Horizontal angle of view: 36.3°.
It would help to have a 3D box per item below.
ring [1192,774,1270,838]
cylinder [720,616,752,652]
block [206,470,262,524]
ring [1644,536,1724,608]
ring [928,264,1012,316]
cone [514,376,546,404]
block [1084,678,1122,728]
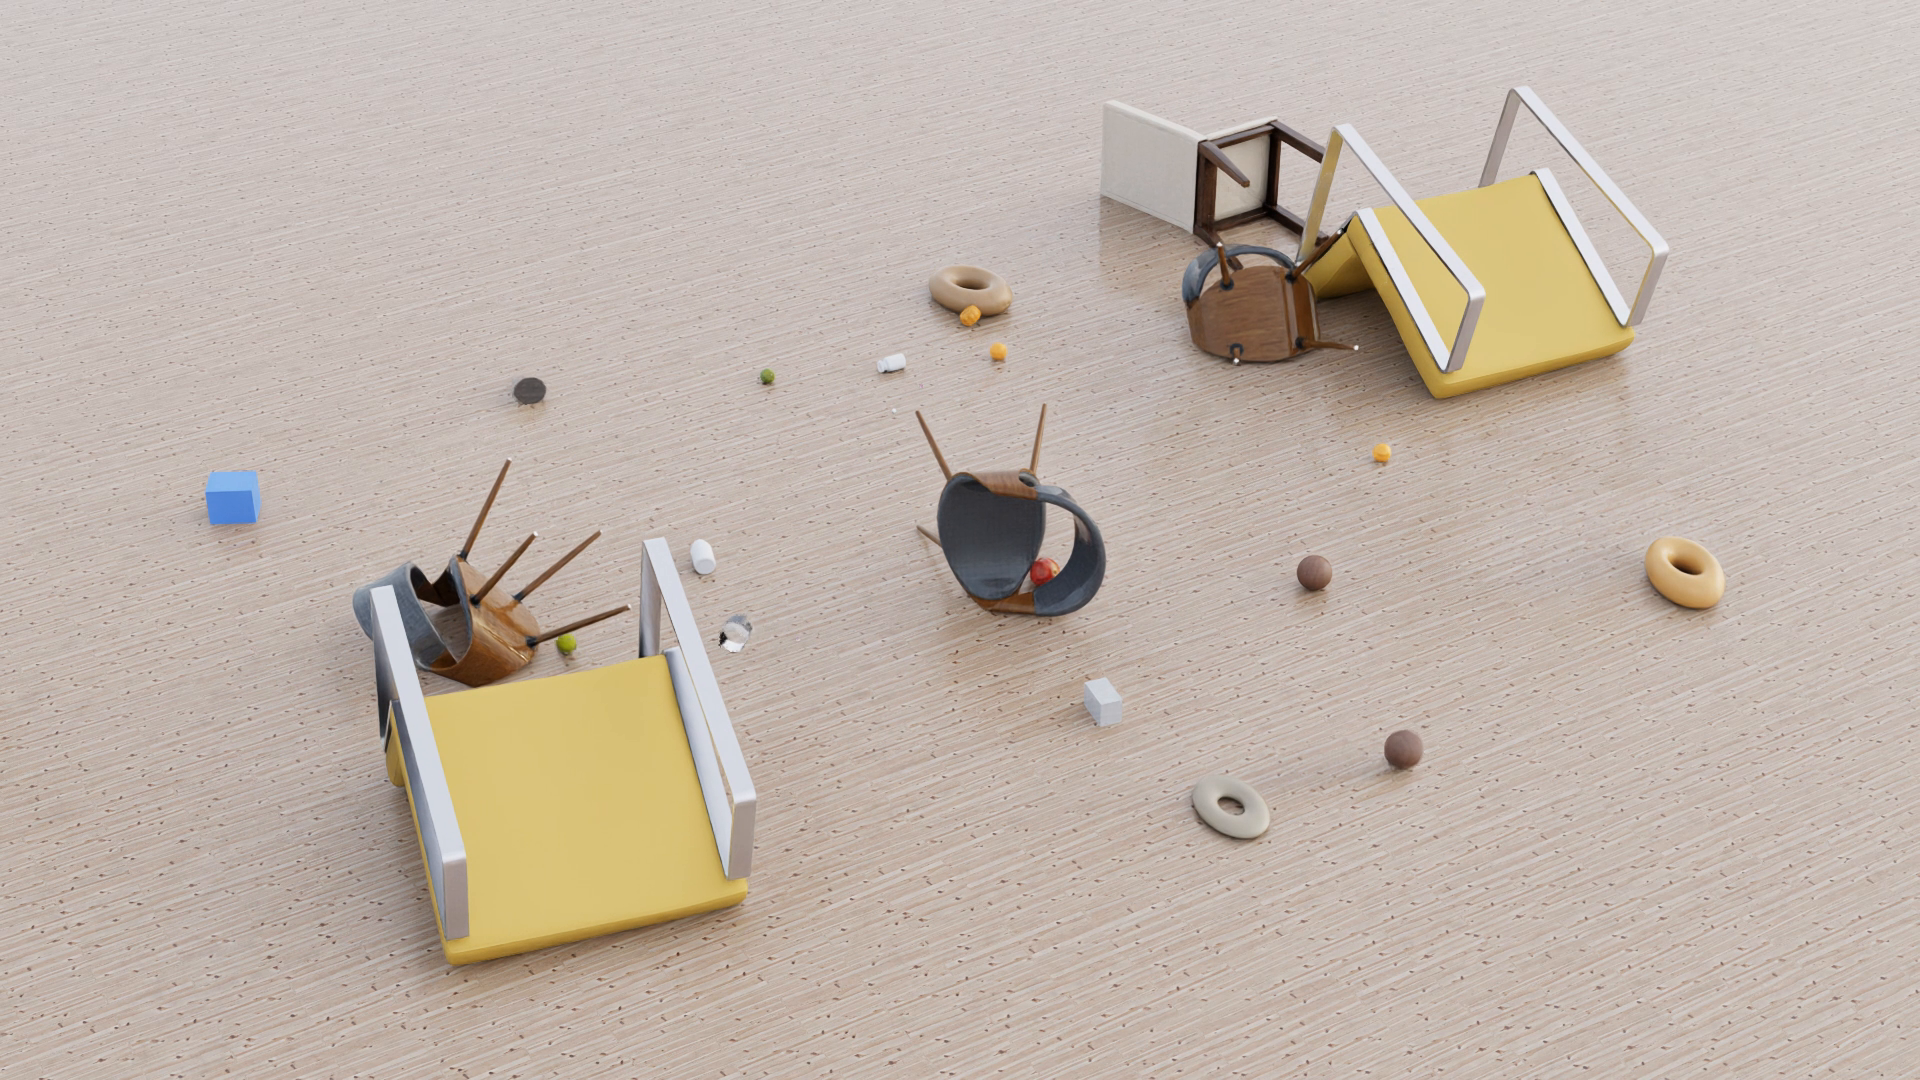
[{"bbox_3d":[0.885,0.869,9.581,0.225,0.049,0.333,-15,37,-20],"label":"ring"},{"bbox_3d":[-0.792,0.331,10.359,0.094,0.092,0.092,36,33,-11],"label":"cylinder"},{"bbox_3d":[-2.740,-0.160,11.055,0.172,0.145,0.138,-2,33,-3],"label":"block"},{"bbox_3d":[2.634,0.116,10.660,0.254,0.121,0.381,-10,36,-12],"label":"ring"},{"bbox_3d":[0.044,-1.062,12.457,0.409,0.111,0.282,25,42,34],"label":"ring"},{"bbox_3d":[-1.770,-0.635,11.858,0.131,0.112,0.242,0,18,-24],"label":"cone"},{"bbox_3d":[0.489,0.554,10.018,0.080,0.094,0.140,-12,35,-18],"label":"block"}]
